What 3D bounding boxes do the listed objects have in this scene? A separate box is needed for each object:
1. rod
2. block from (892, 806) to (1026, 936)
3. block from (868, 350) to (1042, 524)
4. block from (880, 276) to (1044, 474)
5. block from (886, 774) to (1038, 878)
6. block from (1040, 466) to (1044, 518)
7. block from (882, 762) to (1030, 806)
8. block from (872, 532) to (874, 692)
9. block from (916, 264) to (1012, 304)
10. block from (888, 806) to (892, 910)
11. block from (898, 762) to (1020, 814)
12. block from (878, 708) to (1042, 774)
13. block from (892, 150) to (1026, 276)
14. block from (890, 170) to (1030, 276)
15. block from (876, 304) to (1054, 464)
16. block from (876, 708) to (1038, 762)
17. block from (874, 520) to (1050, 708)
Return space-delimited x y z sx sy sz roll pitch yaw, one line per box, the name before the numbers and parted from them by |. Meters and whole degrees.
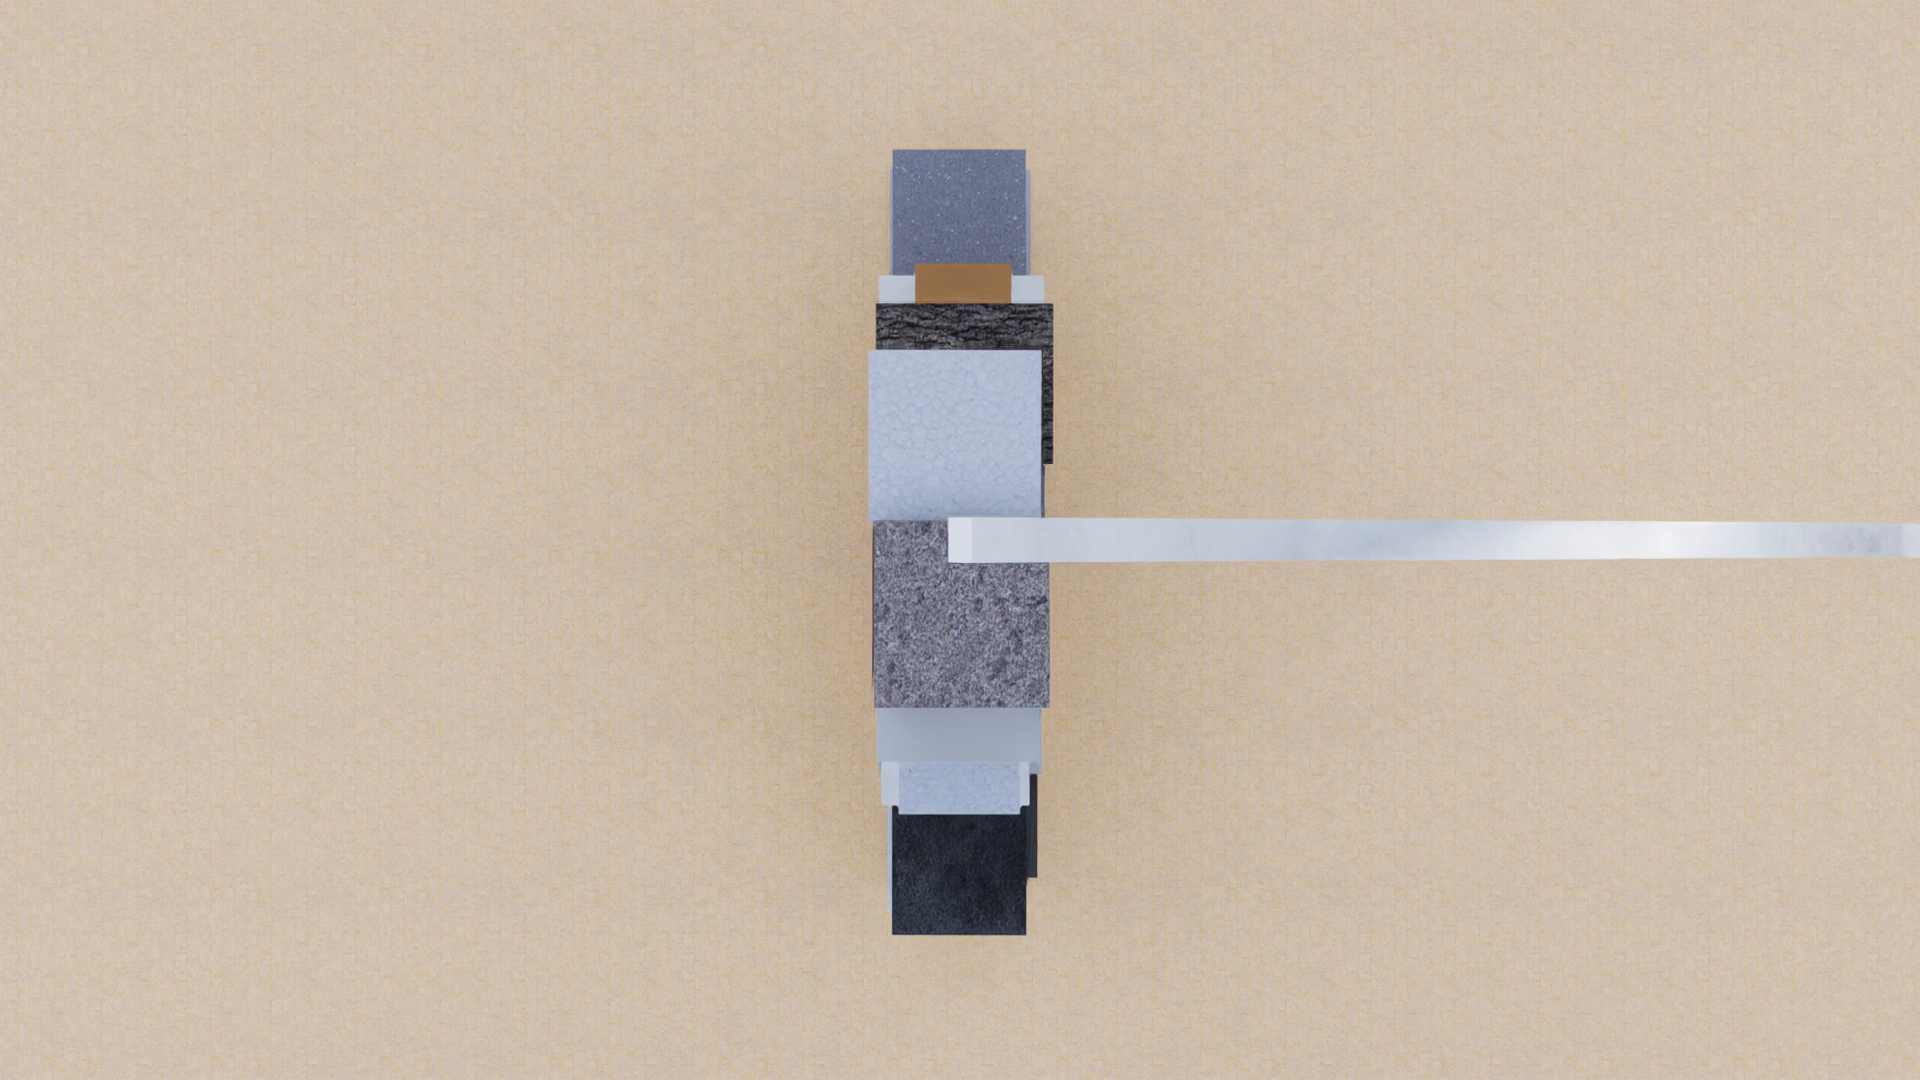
rod | 2.212 0.000 5.271 5.200 0.080 0.080 0 90 -32
block | -0.003 1.495 10.501 0.620 0.736 0.641 0 91 0
block | -0.019 -0.387 8.353 0.631 0.617 0.634 0 92 0
block | 0.007 -0.759 10.499 0.768 0.688 0.816 0 77 0
block | 0.012 1.392 11.880 0.789 0.716 0.754 0 90 0
block | 0.015 0.021 11.871 0.844 0.938 0.806 0 90 0
block | -0.020 0.826 10.229 0.663 0.775 0.706 0 91 0
block | -0.018 0.319 9.500 0.696 0.686 0.668 0 87 0
block | 0.015 -0.976 9.986 0.430 0.409 0.441 0 77 0
block | -0.016 1.472 11.194 0.688 0.650 0.713 0 91 0
block | -0.003 0.925 9.622 0.518 0.445 0.485 0 91 0
block | 0.002 0.685 11.017 0.790 0.794 0.857 0 93 0
block | -0.003 -1.510 10.784 0.635 0.681 0.665 0 88 0
block | 0.001 -1.437 11.464 0.712 0.684 0.843 0 88 0
block | 0.019 -0.627 9.018 0.698 0.727 0.630 0 92 0
block | -0.012 0.544 8.790 0.614 0.707 0.650 0 87 0
block | 0.007 0.283 8.150 0.627 0.600 0.669 0 87 0
